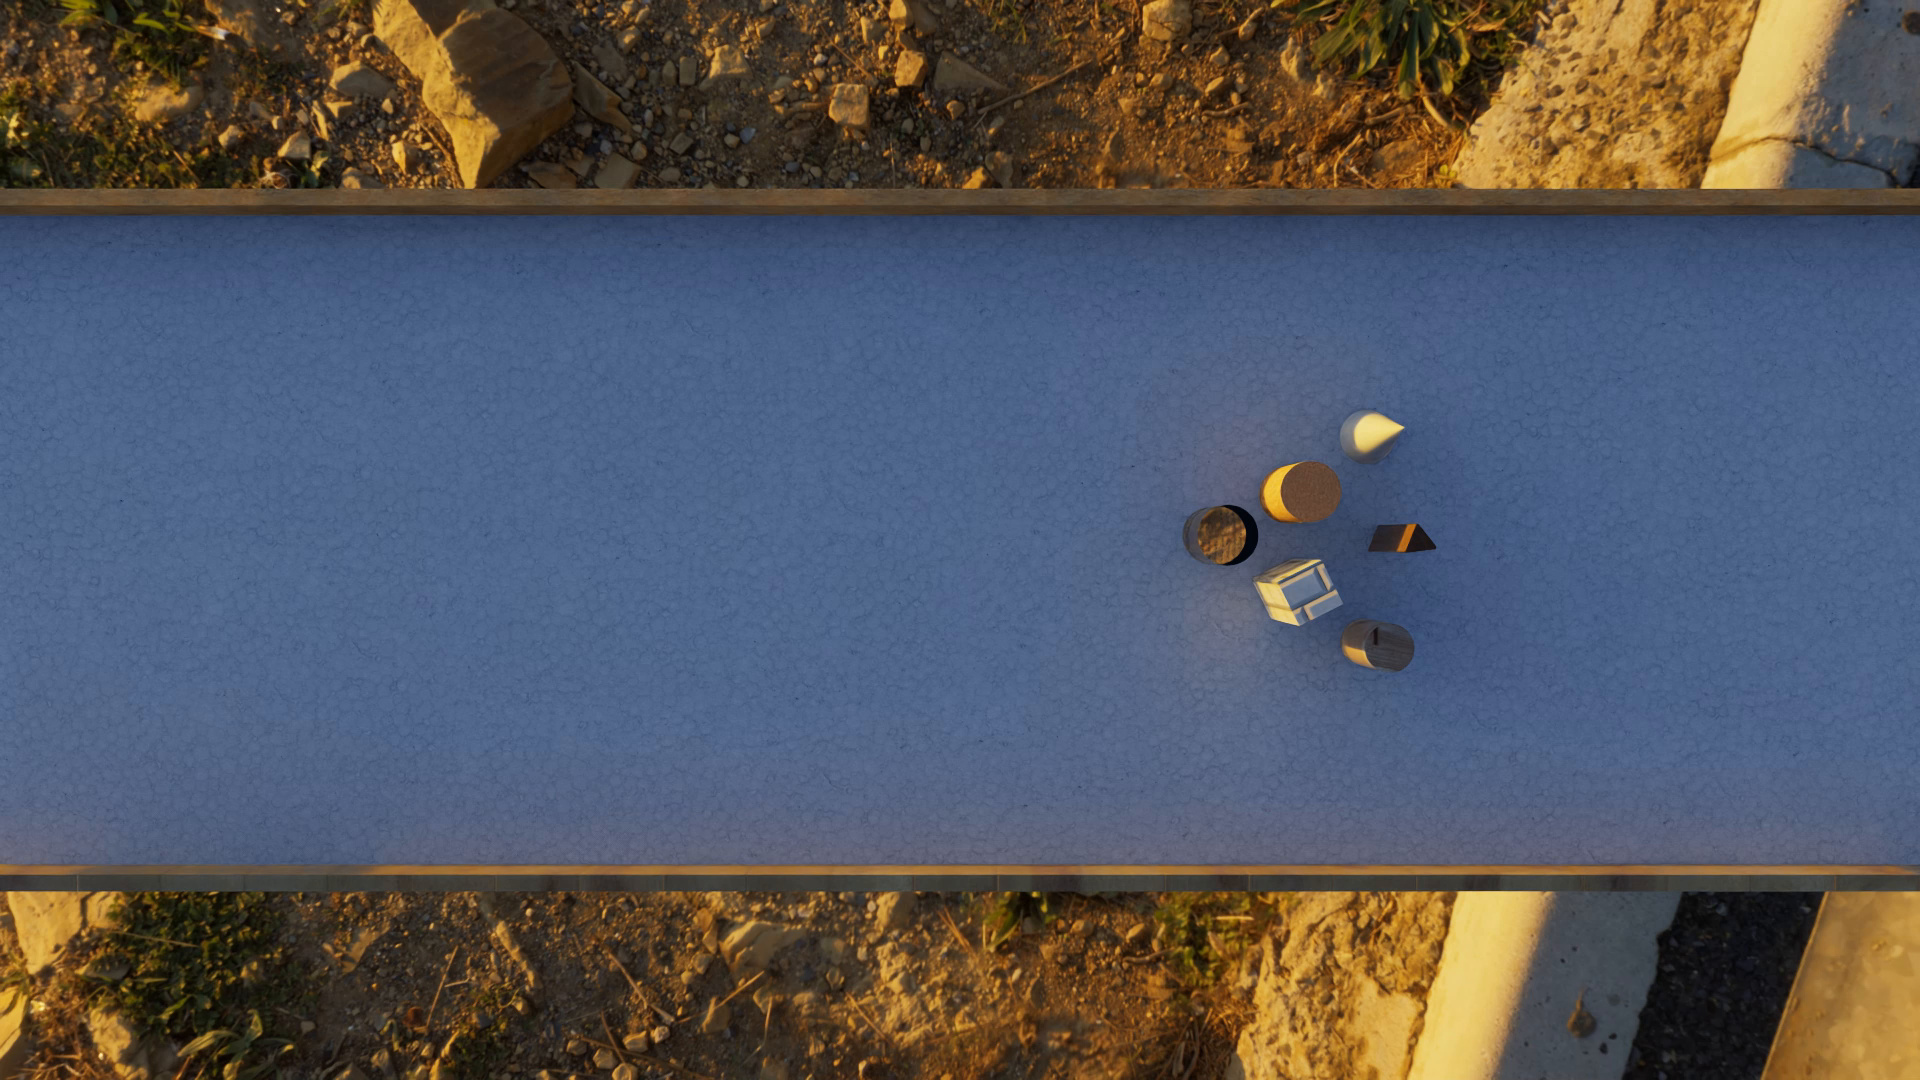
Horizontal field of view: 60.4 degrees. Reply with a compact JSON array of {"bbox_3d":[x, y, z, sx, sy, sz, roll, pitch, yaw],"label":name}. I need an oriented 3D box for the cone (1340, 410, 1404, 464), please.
[{"bbox_3d":[1.253,-0.317,4.863,0.168,0.427,0.168,0,90,0],"label":"cone"}]

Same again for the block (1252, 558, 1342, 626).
[{"bbox_3d":[0.989,0.149,4.866,0.139,0.421,0.139,-26,90,0],"label":"block"}]

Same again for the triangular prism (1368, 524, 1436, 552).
[{"bbox_3d":[1.295,-0.009,4.862,0.087,0.428,0.076,-8,90,0],"label":"triangular prism"}]

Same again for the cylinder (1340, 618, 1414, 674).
[{"bbox_3d":[1.243,0.313,4.923,0.144,0.307,0.144,0,90,0],"label":"cylinder"}]

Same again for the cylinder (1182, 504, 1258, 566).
[{"bbox_3d":[0.772,-0.014,4.912,0.176,0.328,0.176,0,90,0],"label":"cylinder"}]

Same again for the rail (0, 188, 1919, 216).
[{"bbox_3d":[-2.247,-1.025,5.002,12.000,0.150,0.050,0,90,0],"label":"rail"}]

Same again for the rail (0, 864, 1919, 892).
[{"bbox_3d":[-2.247,1.025,5.001,12.000,0.150,0.050,0,90,0],"label":"rail"}]

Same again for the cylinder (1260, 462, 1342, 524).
[{"bbox_3d":[1.007,-0.139,4.905,0.175,0.342,0.175,0,90,0],"label":"cylinder"}]
